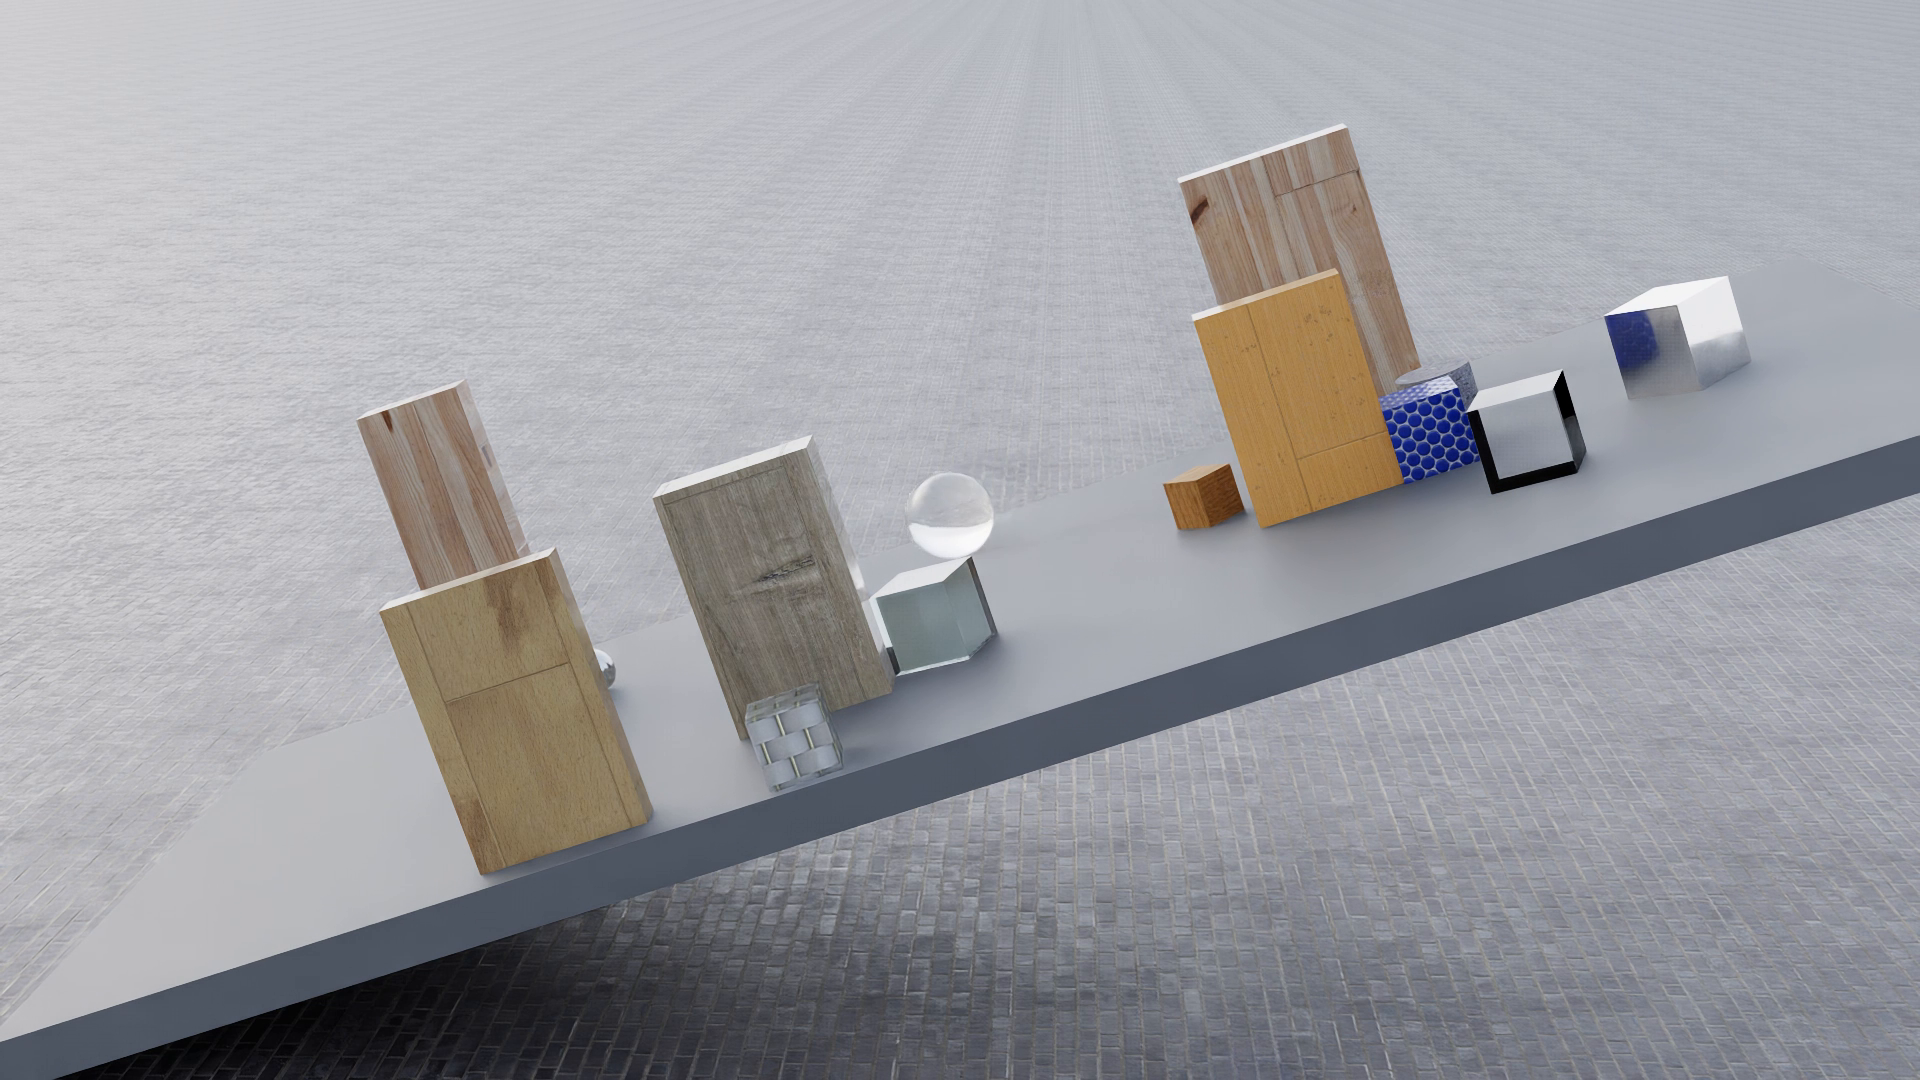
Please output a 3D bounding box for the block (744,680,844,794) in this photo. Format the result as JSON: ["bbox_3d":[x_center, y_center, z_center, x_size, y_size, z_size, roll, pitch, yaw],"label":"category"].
[{"bbox_3d":[-0.306,0.364,5.447,0.142,0.142,0.142,-19,11,1],"label":"block"}]

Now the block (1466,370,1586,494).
[{"bbox_3d":[1.119,-0.214,5.802,0.172,0.172,0.172,-15,12,22],"label":"block"}]

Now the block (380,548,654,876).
[{"bbox_3d":[-0.826,0.321,5.494,0.335,0.536,0.080,-18,11,6],"label":"block"}]

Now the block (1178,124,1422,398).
[{"bbox_3d":[0.810,-0.596,6.932,0.407,0.662,0.125,-18,11,6],"label":"block"}]

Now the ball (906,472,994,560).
[{"bbox_3d":[-0.023,-0.057,6.896,0.205,0.205,0.205,0,12,0],"label":"ball"}]

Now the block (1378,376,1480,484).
[{"bbox_3d":[0.978,-0.232,6.162,0.162,0.162,0.162,-18,11,6],"label":"block"}]

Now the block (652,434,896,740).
[{"bbox_3d":[-0.367,0.095,5.880,0.321,0.520,0.148,-18,11,6],"label":"block"}]

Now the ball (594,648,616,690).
[{"bbox_3d":[-0.845,0.304,6.760,0.109,0.109,0.109,0,12,0],"label":"ball"}]

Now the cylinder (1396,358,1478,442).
[{"bbox_3d":[1.039,-0.288,6.333,0.163,0.163,0.163,-18,11,4],"label":"cylinder"}]

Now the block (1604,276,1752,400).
[{"bbox_3d":[1.500,-0.421,6.145,0.187,0.187,0.187,-27,13,-37],"label":"block"}]

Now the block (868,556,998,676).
[{"bbox_3d":[-0.053,0.154,5.987,0.169,0.169,0.169,-14,12,24],"label":"block"}]

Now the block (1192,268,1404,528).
[{"bbox_3d":[0.705,-0.295,6.145,0.313,0.461,0.094,-18,11,6],"label":"block"}]

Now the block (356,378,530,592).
[{"bbox_3d":[-1.117,0.044,6.727,0.240,0.780,0.120,-18,11,6],"label":"block"}]

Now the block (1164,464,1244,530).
[{"bbox_3d":[0.530,-0.095,6.396,0.107,0.107,0.107,-27,13,-35],"label":"block"}]

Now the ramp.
[{"bbox_3d":[0.106,0.181,6.306,4.000,0.100,2.000,-18,11,6],"label":"ramp"}]
